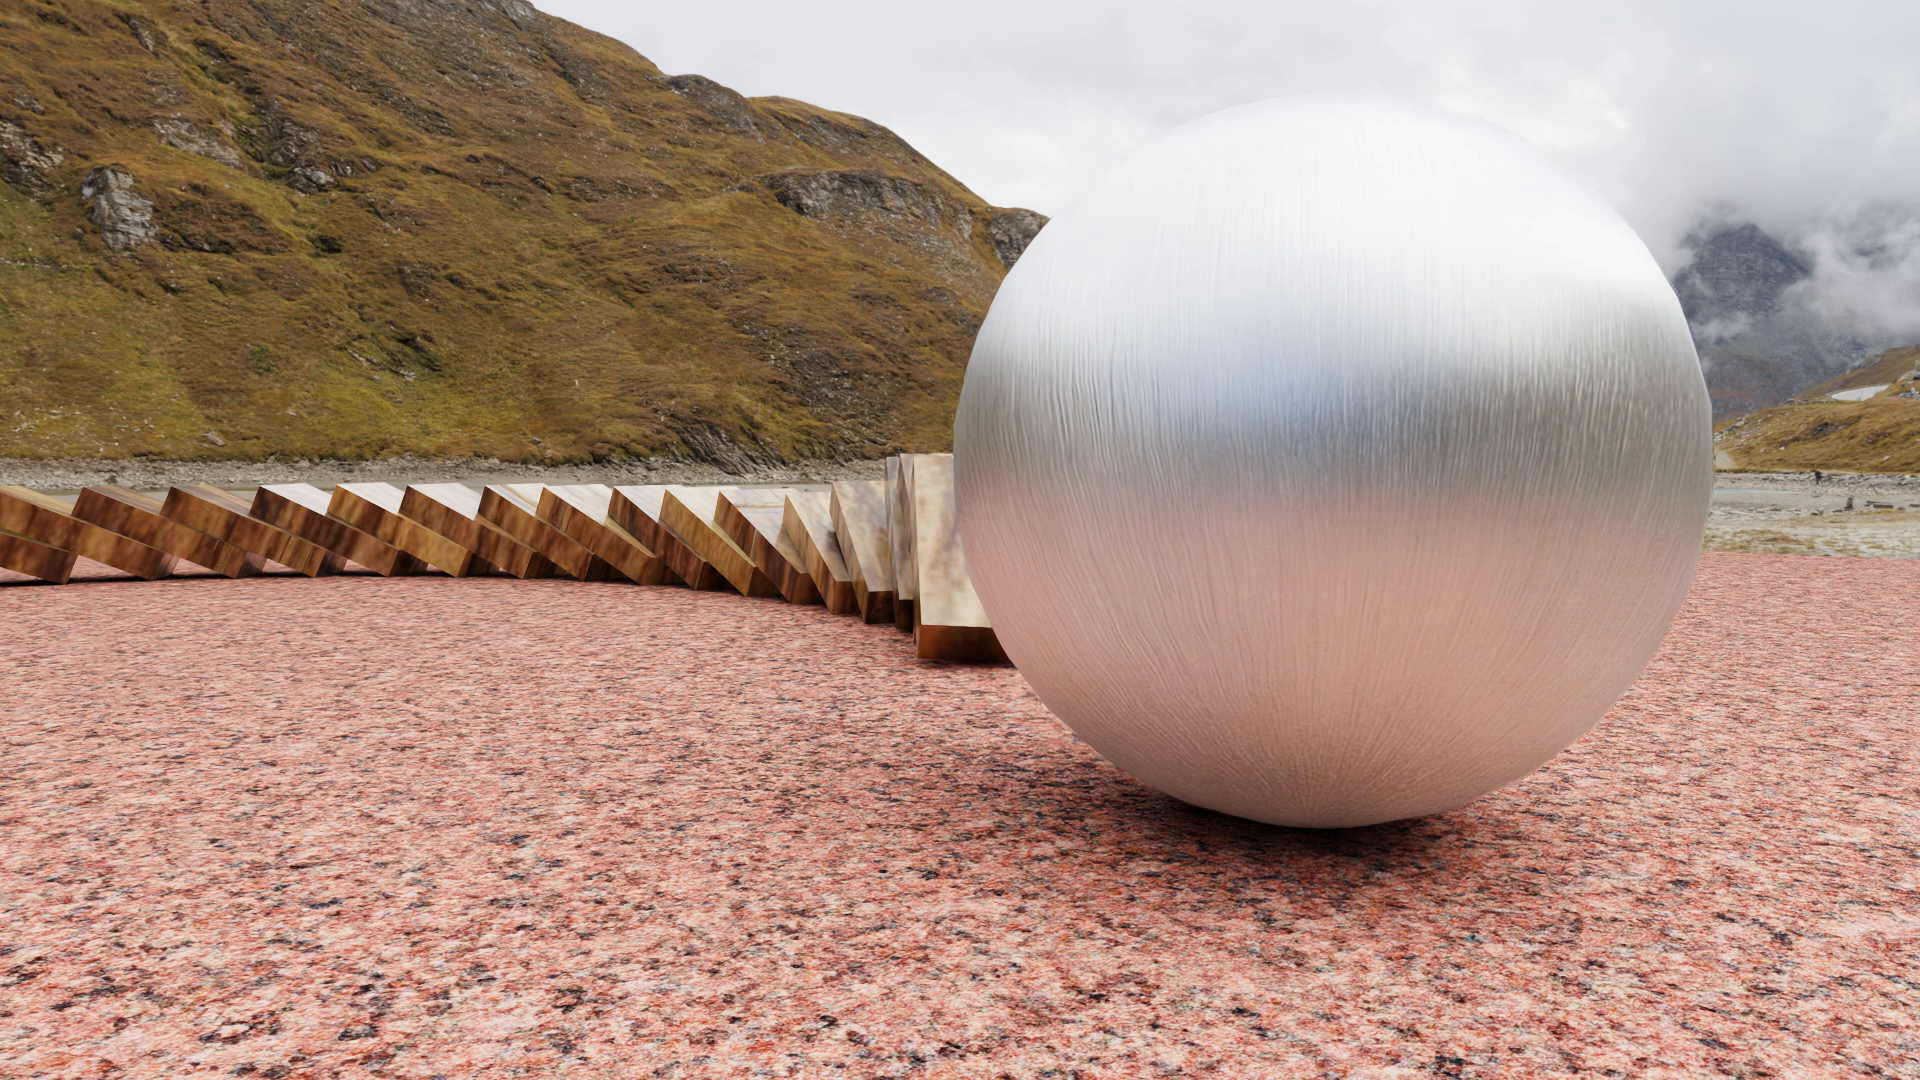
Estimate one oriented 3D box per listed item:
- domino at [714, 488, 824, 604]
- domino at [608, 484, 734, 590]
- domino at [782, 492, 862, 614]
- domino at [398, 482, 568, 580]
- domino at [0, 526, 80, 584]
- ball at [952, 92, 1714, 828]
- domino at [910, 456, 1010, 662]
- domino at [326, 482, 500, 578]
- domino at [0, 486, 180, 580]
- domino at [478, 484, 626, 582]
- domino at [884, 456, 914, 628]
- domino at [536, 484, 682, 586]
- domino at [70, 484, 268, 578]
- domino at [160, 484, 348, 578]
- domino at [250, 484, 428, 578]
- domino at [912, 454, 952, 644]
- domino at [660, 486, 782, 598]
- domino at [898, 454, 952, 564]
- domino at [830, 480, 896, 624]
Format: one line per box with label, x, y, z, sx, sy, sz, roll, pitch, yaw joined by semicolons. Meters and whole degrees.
domino;-0.047;0.001;0.362;0.025;0.009;0.050;-3;30;-37
domino;-0.084;-0.002;0.394;0.050;0.010;0.025;34;25;35
domino;-0.029;0.002;0.343;0.025;0.009;0.050;-2;29;-23
domino;-0.154;-0.004;0.419;0.050;0.010;0.025;26;11;12
domino;-0.295;0.000;0.385;0.050;0.009;0.025;23;-8;-31
ball;0.039;-0.008;0.145;0.080;0.080;0.080;0;4;0
domino;0.003;0.003;0.263;0.025;0.010;0.050;3;42;-7
domino;-0.178;-0.004;0.423;0.050;0.009;0.025;25;8;8
domino;-0.274;-0.002;0.401;0.050;0.010;0.025;24;-4;-18
domino;-0.128;-0.003;0.415;0.050;0.010;0.025;29;16;23
domino;-0.004;0.000;0.308;0.025;0.009;0.050;1;43;-9
domino;-0.107;-0.002;0.405;0.050;0.010;0.025;29;18;26
domino;-0.251;-0.003;0.411;0.050;0.010;0.025;24;-1;-12
domino;-0.228;-0.003;0.417;0.050;0.010;0.025;24;1;-7
domino;-0.202;-0.004;0.423;0.050;0.010;0.025;24;6;2
domino;0.003;0.002;0.278;0.025;0.009;0.050;3;42;-6
domino;-0.065;0.000;0.379;0.025;0.009;0.050;-4;30;-44
domino;0.001;0.000;0.295;0.025;0.009;0.050;-1;43;-11
domino;-0.016;0.002;0.324;0.025;0.010;0.050;-1;34;-17
